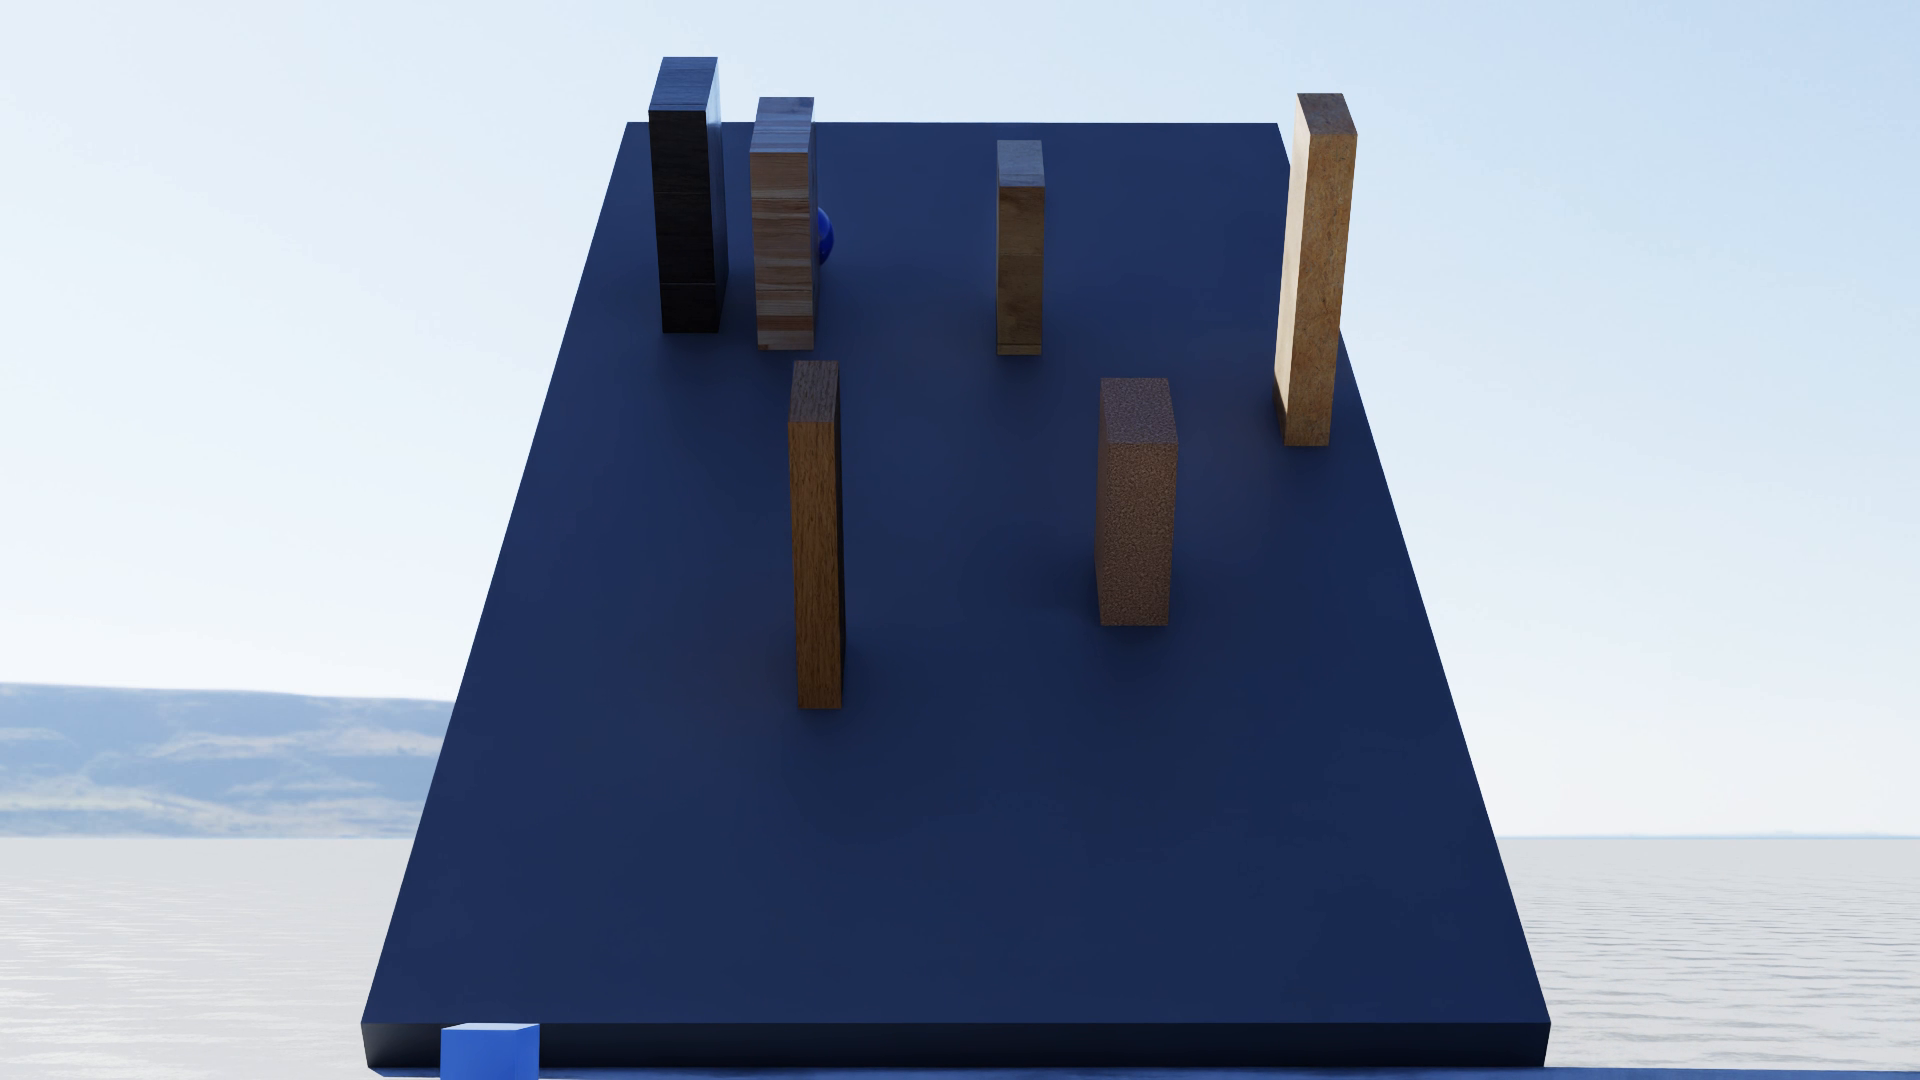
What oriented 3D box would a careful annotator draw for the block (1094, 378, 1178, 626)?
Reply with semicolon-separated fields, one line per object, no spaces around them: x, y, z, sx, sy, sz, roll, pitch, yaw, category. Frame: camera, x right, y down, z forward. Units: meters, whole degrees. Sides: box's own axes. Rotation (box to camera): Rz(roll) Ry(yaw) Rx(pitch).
0.367;-0.081;5.129;0.141;0.439;0.281;0;32;0;block

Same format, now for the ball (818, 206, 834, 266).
-0.436;-0.812;6.540;0.199;0.199;0.199;0;-7;0;ball

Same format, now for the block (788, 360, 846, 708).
-0.278;-0.006;4.800;0.086;0.651;0.248;0;32;0;block

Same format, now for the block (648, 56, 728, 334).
-0.693;-0.887;6.272;0.142;0.607;0.371;0;32;0;block

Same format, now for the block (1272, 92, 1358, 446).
0.822;-0.623;5.681;0.105;0.787;0.246;0;32;0;block

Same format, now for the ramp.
-0.015;-0.195;5.825;2.000;0.100;4.000;0;32;0;ramp

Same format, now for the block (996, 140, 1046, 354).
0.150;-0.741;6.181;0.111;0.460;0.293;0;32;0;block

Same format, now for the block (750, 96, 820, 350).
-0.442;-0.807;6.212;0.141;0.536;0.366;0;32;0;block

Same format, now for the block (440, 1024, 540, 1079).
-0.690;0.772;3.582;0.112;0.112;0.112;-1;-7;8;block
